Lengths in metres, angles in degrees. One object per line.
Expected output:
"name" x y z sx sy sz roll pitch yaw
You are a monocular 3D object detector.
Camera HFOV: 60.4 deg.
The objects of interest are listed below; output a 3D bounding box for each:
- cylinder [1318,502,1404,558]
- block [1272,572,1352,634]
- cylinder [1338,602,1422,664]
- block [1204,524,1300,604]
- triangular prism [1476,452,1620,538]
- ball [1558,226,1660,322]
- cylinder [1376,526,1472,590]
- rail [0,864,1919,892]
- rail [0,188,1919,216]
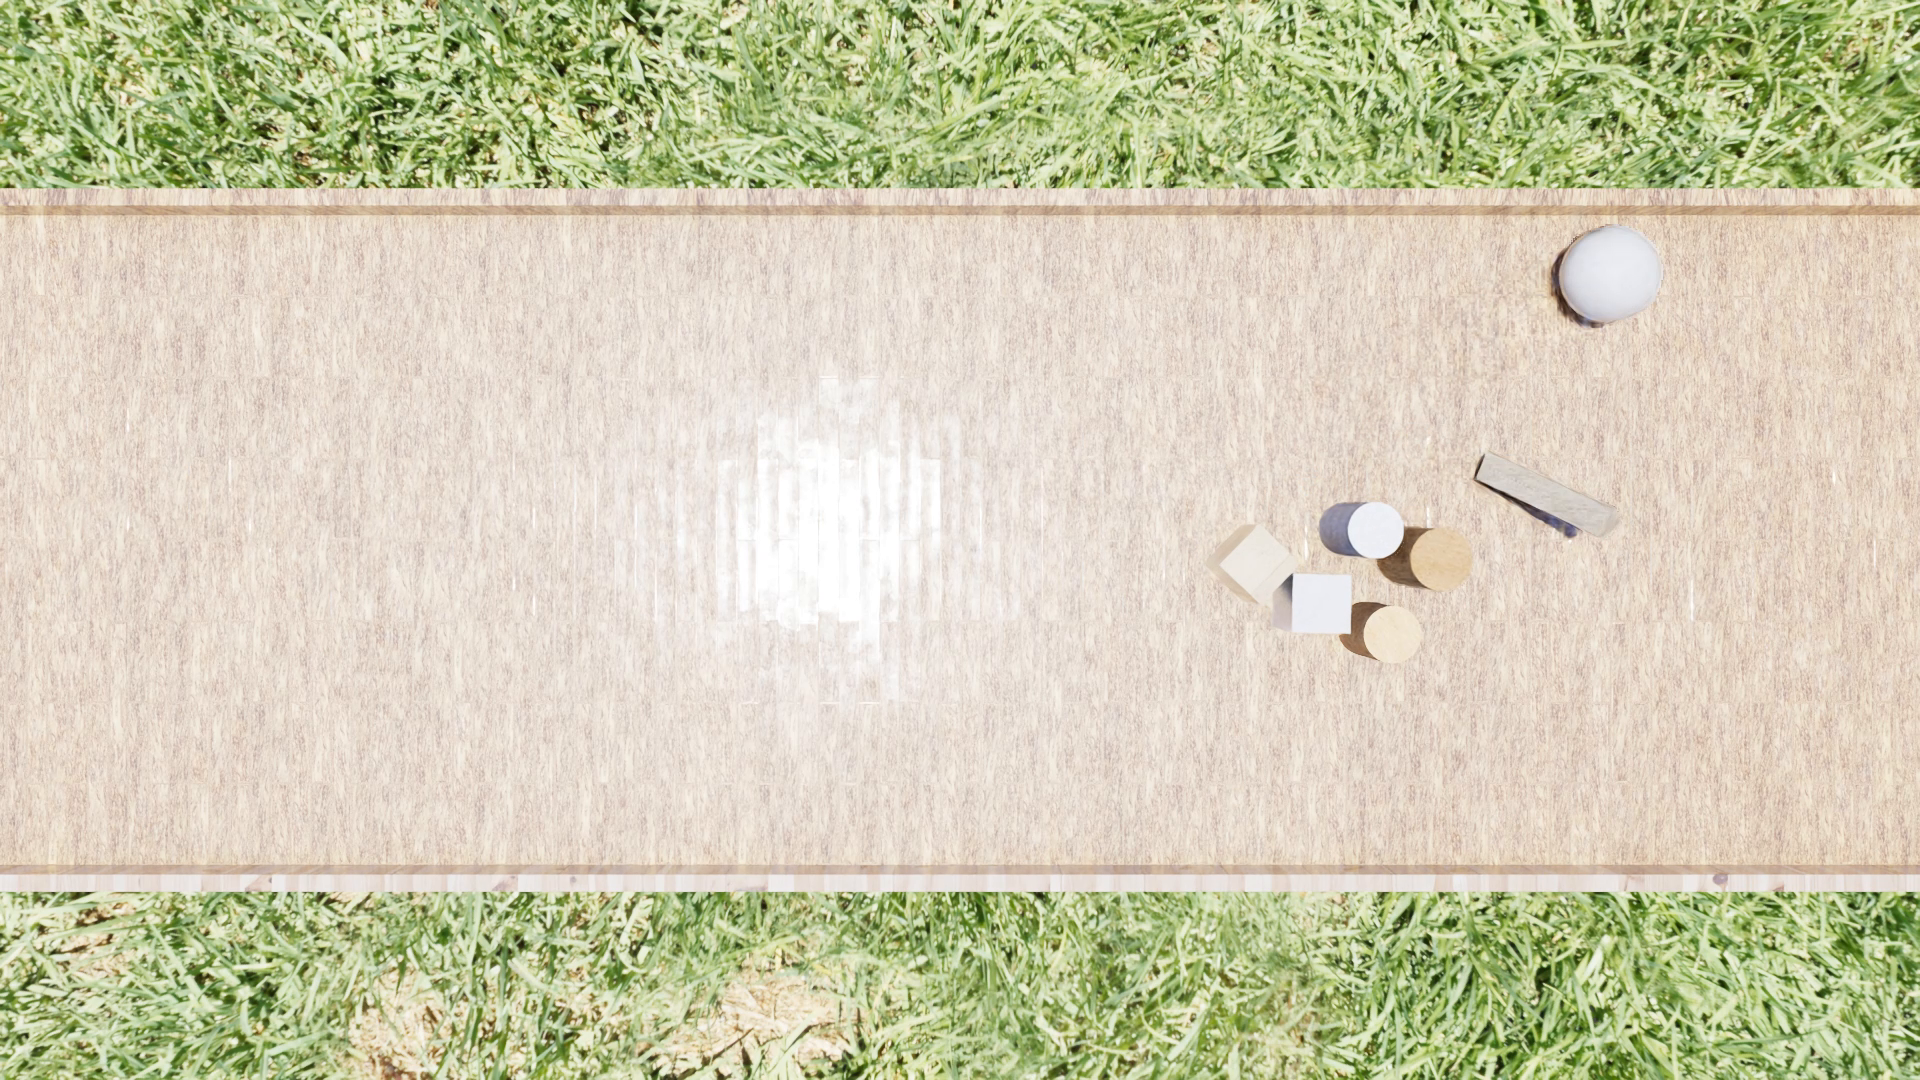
"cylinder" 1.190 -0.031 4.912 0.163 0.321 0.163 0 91 -3
"block" 1.046 0.185 4.920 0.169 0.312 0.169 1 90 0
"cylinder" 1.244 0.272 4.910 0.165 0.333 0.165 0 90 0
"block" 0.866 0.070 4.919 0.165 0.315 0.165 44 90 0
"triangular prism" 1.746 -0.149 4.898 0.094 0.082 0.424 -34 47 -28
"ball" 1.943 -0.794 4.935 0.283 0.283 0.283 0 90 0
"cylinder" 1.373 0.051 4.894 0.178 0.361 0.178 0 91 -1
"rail" -2.247 1.025 5.001 12.000 0.150 0.050 0 90 0
"rail" -2.247 -1.025 5.002 12.000 0.150 0.050 0 90 0
